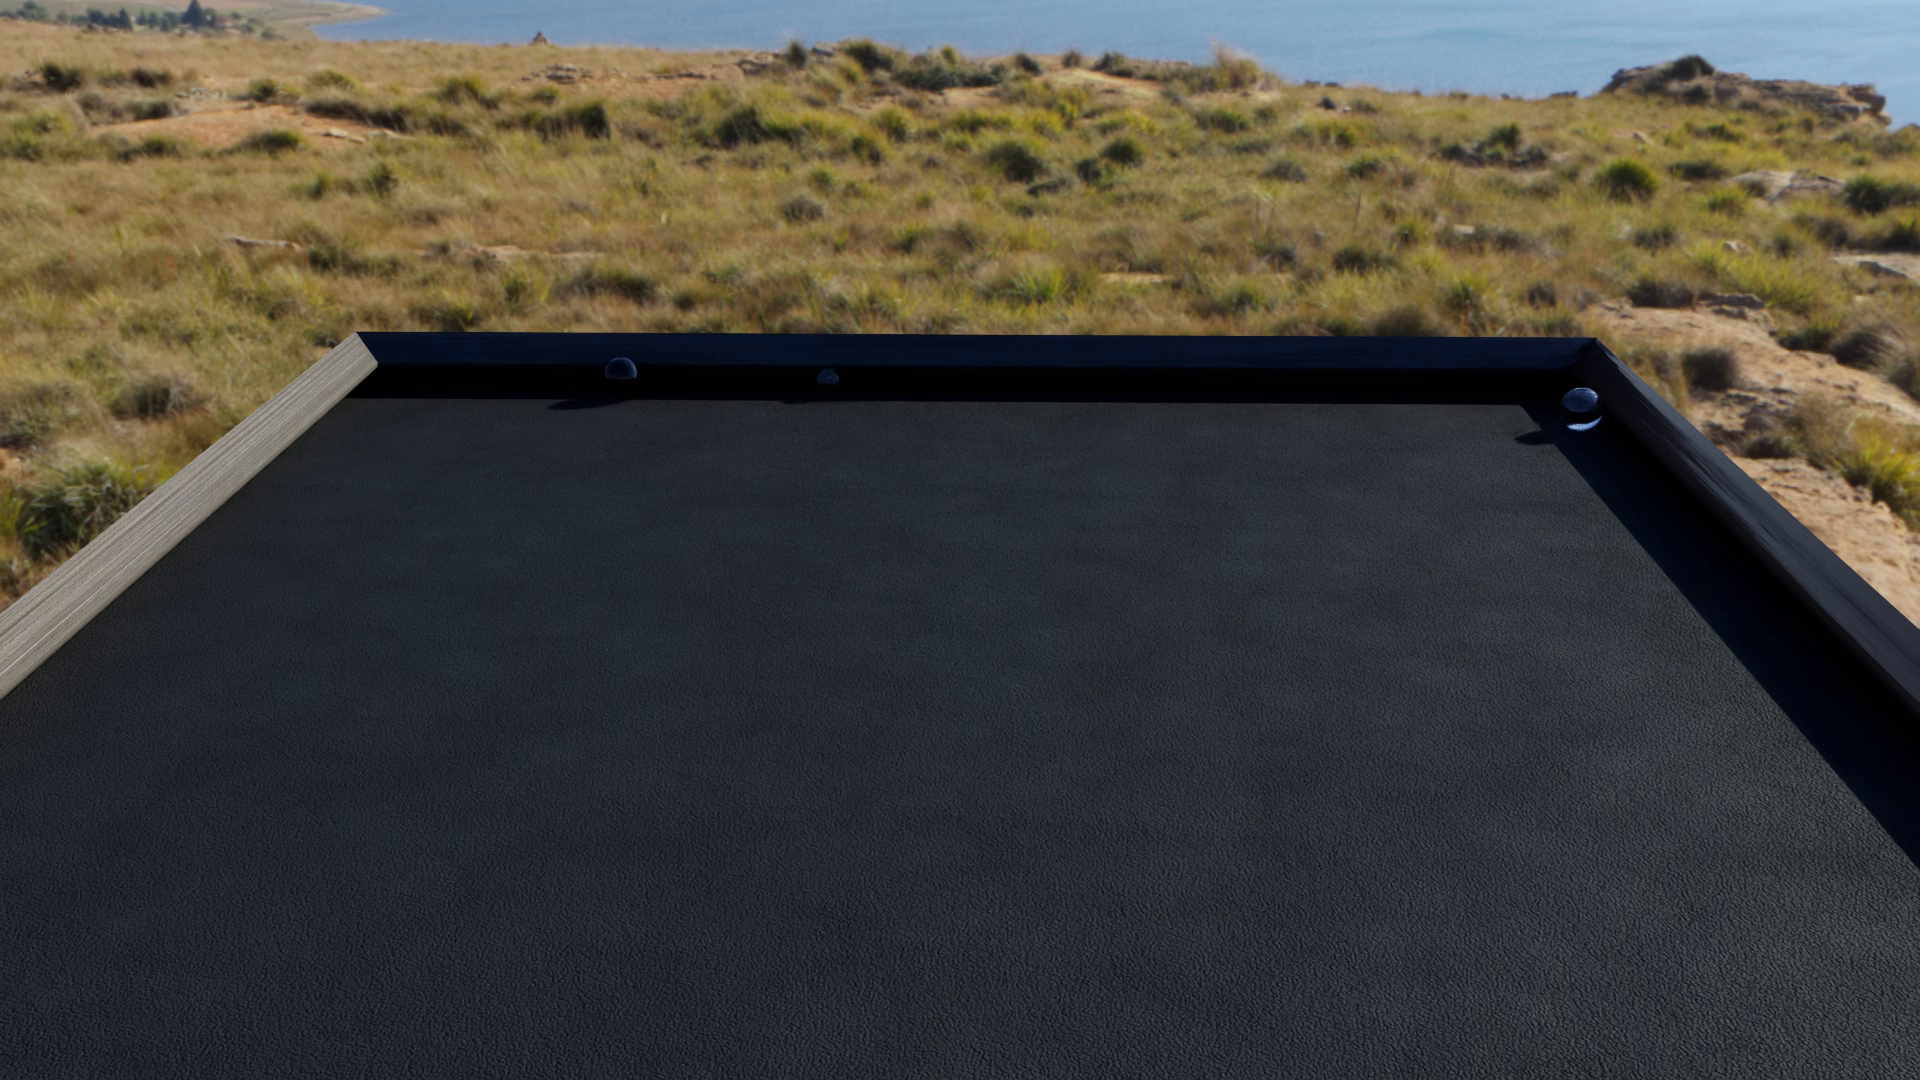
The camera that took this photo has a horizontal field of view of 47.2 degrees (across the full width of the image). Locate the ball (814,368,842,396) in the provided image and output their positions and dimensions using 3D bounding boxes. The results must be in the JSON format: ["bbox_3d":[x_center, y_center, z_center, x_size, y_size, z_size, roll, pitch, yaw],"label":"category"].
[{"bbox_3d":[-0.200,-0.241,3.347,0.042,0.042,0.042,0,18,0],"label":"ball"}]

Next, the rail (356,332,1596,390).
[{"bbox_3d":[0.018,-0.269,3.369,1.909,0.082,0.045,0,18,1],"label":"rail"}]

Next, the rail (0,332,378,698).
[{"bbox_3d":[-0.949,0.241,1.830,0.045,0.082,3.332,0,18,1],"label":"rail"}]

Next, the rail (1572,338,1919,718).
[{"bbox_3d":[0.912,0.254,1.792,0.045,0.082,3.332,0,18,1],"label":"rail"}]

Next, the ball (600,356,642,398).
[{"bbox_3d":[-0.513,-0.247,3.334,0.062,0.062,0.062,0,18,0],"label":"ball"}]

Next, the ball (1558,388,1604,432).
[{"bbox_3d":[0.891,-0.187,3.154,0.063,0.063,0.063,0,18,0],"label":"ball"}]
